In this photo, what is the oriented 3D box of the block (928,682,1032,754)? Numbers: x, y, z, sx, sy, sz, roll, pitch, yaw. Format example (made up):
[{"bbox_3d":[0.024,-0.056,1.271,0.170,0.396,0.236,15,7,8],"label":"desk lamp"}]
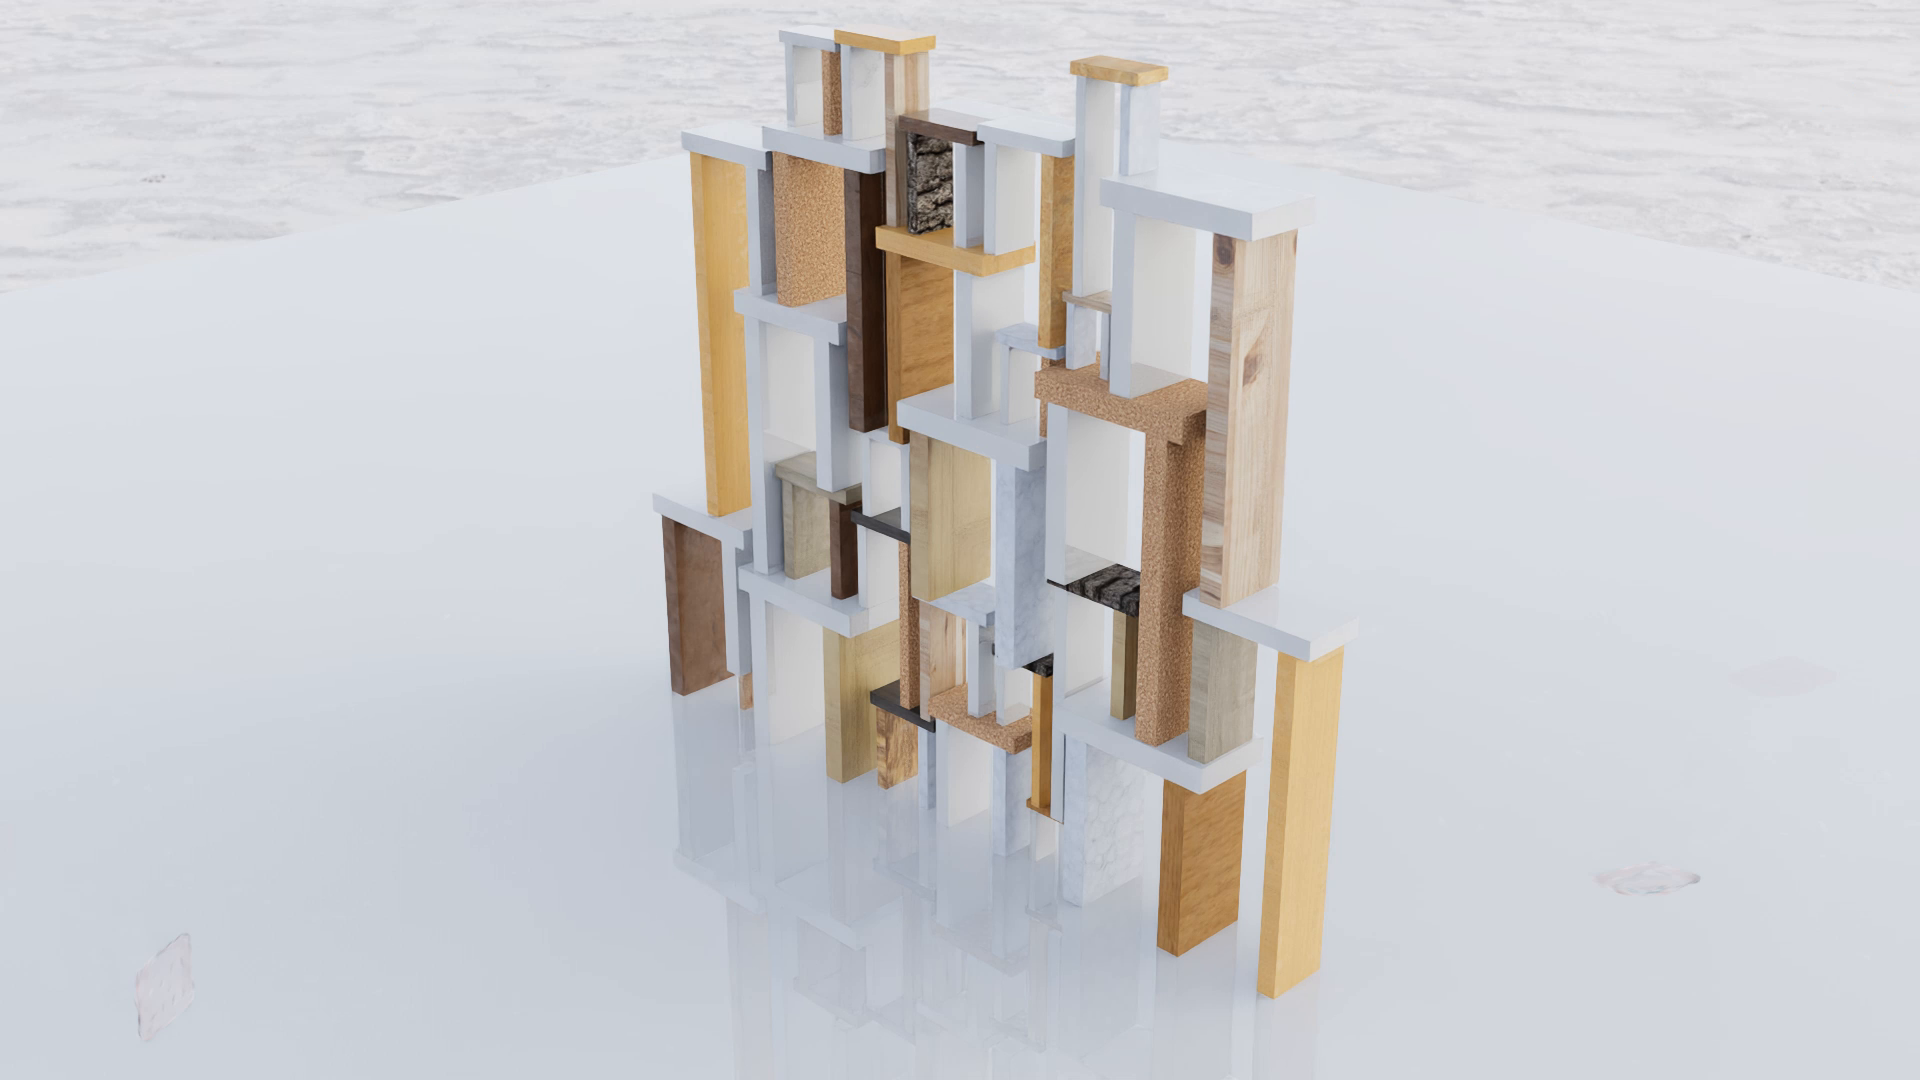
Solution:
[{"bbox_3d":[0.062,0.345,4.300,0.236,0.033,0.118,21,31,41],"label":"block"}]

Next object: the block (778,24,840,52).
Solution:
[{"bbox_3d":[-0.257,-0.938,4.109,0.157,0.022,0.078,21,31,40],"label":"block"}]

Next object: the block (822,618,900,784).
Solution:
[{"bbox_3d":[-0.201,0.317,4.572,0.049,0.346,0.173,21,31,41],"label":"block"}]

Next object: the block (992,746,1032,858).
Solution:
[{"bbox_3d":[0.117,0.491,4.302,0.033,0.236,0.118,21,31,41],"label":"block"}]

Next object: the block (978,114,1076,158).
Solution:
[{"bbox_3d":[0.135,-0.695,3.784,0.199,0.028,0.099,21,31,40],"label":"block"}]

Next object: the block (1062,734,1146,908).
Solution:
[{"bbox_3d":[0.274,0.499,4.137,0.049,0.349,0.175,21,31,41],"label":"block"}]

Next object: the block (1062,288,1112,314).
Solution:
[{"bbox_3d":[0.240,-0.414,3.789,0.060,0.017,0.120,-21,31,-41],"label":"block"}]

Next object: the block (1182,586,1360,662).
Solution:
[{"bbox_3d":[0.522,0.127,3.706,0.134,0.038,0.268,-22,31,-40],"label":"block"}]

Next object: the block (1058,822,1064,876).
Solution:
[{"bbox_3d":[0.215,0.586,4.236,0.056,0.112,0.016,-21,31,-41],"label":"block"}]

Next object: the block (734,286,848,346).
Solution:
[{"bbox_3d":[-0.287,-0.456,4.347,0.156,0.044,0.311,-21,31,-41],"label":"block"}]

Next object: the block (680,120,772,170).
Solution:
[{"bbox_3d":[-0.420,-0.781,4.351,0.257,0.036,0.129,21,31,40],"label":"block"}]

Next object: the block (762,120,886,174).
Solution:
[{"bbox_3d":[-0.217,-0.749,4.148,0.152,0.043,0.303,-21,31,-40],"label":"block"}]

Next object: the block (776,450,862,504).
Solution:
[{"bbox_3d":[-0.264,-0.127,4.463,0.214,0.030,0.107,21,31,40],"label":"block"}]

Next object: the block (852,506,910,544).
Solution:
[{"bbox_3d":[-0.122,-0.036,4.347,0.089,0.025,0.178,-21,31,-41],"label":"block"}]

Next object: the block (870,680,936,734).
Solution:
[{"bbox_3d":[-0.086,0.335,4.466,0.184,0.026,0.092,21,31,41],"label":"block"}]

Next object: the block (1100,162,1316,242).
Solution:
[{"bbox_3d":[0.398,-0.550,3.560,0.160,0.045,0.319,-21,31,-40],"label":"block"}]

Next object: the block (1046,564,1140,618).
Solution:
[{"bbox_3d":[0.271,0.079,3.972,0.106,0.030,0.212,-21,31,-41],"label":"block"}]

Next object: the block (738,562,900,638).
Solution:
[{"bbox_3d":[-0.282,0.103,4.570,0.346,0.049,0.173,21,31,41],"label":"block"}]

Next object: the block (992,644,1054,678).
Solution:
[{"bbox_3d":[0.136,0.218,4.165,0.072,0.020,0.143,-21,31,-40],"label":"block"}]

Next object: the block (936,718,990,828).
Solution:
[{"bbox_3d":[0.006,0.448,4.404,0.033,0.236,0.118,21,31,41],"label":"block"}]

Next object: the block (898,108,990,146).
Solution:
[{"bbox_3d":[-0.011,-0.736,3.915,0.093,0.026,0.186,-21,31,-40],"label":"block"}]

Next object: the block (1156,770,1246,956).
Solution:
[{"bbox_3d":[0.438,0.564,3.986,0.049,0.349,0.175,21,31,41],"label":"block"}]

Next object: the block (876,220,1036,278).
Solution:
[{"bbox_3d":[-0.010,-0.539,4.011,0.137,0.039,0.274,-22,31,-40],"label":"block"}]

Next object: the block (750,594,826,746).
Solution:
[{"bbox_3d":[-0.364,0.253,4.722,0.049,0.346,0.173,21,31,41],"label":"block"}]

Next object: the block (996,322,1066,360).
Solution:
[{"bbox_3d":[0.142,-0.355,3.920,0.075,0.021,0.149,-21,31,-40],"label":"block"}]

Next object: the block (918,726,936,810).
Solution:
[{"bbox_3d":[-0.042,0.449,4.467,0.026,0.184,0.092,21,31,41],"label":"block"}]

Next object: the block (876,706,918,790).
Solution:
[{"bbox_3d":[-0.129,0.415,4.547,0.026,0.184,0.092,21,31,41],"label":"block"}]

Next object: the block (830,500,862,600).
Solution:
[{"bbox_3d":[-0.213,0.005,4.465,0.030,0.214,0.107,21,31,41],"label":"block"}]

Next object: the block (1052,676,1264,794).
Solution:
[{"bbox_3d":[0.356,0.348,3.983,0.349,0.049,0.175,21,31,41],"label":"block"}]

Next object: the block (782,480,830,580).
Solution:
[{"bbox_3d":[-0.315,-0.034,4.557,0.030,0.214,0.107,21,31,41],"label":"block"}]

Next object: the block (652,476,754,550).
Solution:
[{"bbox_3d":[-0.508,-0.062,4.756,0.307,0.043,0.153,21,31,40],"label":"block"}]

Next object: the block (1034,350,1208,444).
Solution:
[{"bbox_3d":[0.307,-0.248,3.786,0.167,0.047,0.335,-21,31,-40],"label":"block"}]

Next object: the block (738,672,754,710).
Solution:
[{"bbox_3d":[-0.465,0.319,4.872,0.015,0.106,0.053,21,31,41],"label":"block"}]

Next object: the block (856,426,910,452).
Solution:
[{"bbox_3d":[-0.116,-0.208,4.264,0.083,0.024,0.166,-21,31,-40],"label":"block"}]

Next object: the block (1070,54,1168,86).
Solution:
[{"bbox_3d":[0.261,-0.773,3.617,0.075,0.021,0.149,-22,31,-40],"label":"block"}]

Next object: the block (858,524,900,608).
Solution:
[{"bbox_3d":[-0.164,0.041,4.426,0.025,0.178,0.089,21,31,41],"label":"block"}]

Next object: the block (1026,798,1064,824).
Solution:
[{"bbox_3d":[0.188,0.517,4.235,0.056,0.016,0.113,-21,31,-41],"label":"block"}]

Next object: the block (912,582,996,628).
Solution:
[{"bbox_3d":[0.014,0.112,4.258,0.201,0.028,0.100,21,31,40],"label":"block"}]

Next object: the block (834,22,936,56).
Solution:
[{"bbox_3d":[-0.137,-0.909,3.989,0.088,0.025,0.176,-21,31,-40],"label":"block"}]

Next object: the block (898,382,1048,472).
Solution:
[{"bbox_3d":[0.062,-0.214,4.059,0.170,0.048,0.339,-21,31,-40],"label":"block"}]

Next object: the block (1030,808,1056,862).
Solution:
[{"bbox_3d":[0.162,0.565,4.284,0.016,0.113,0.056,21,31,41],"label":"block"}]
